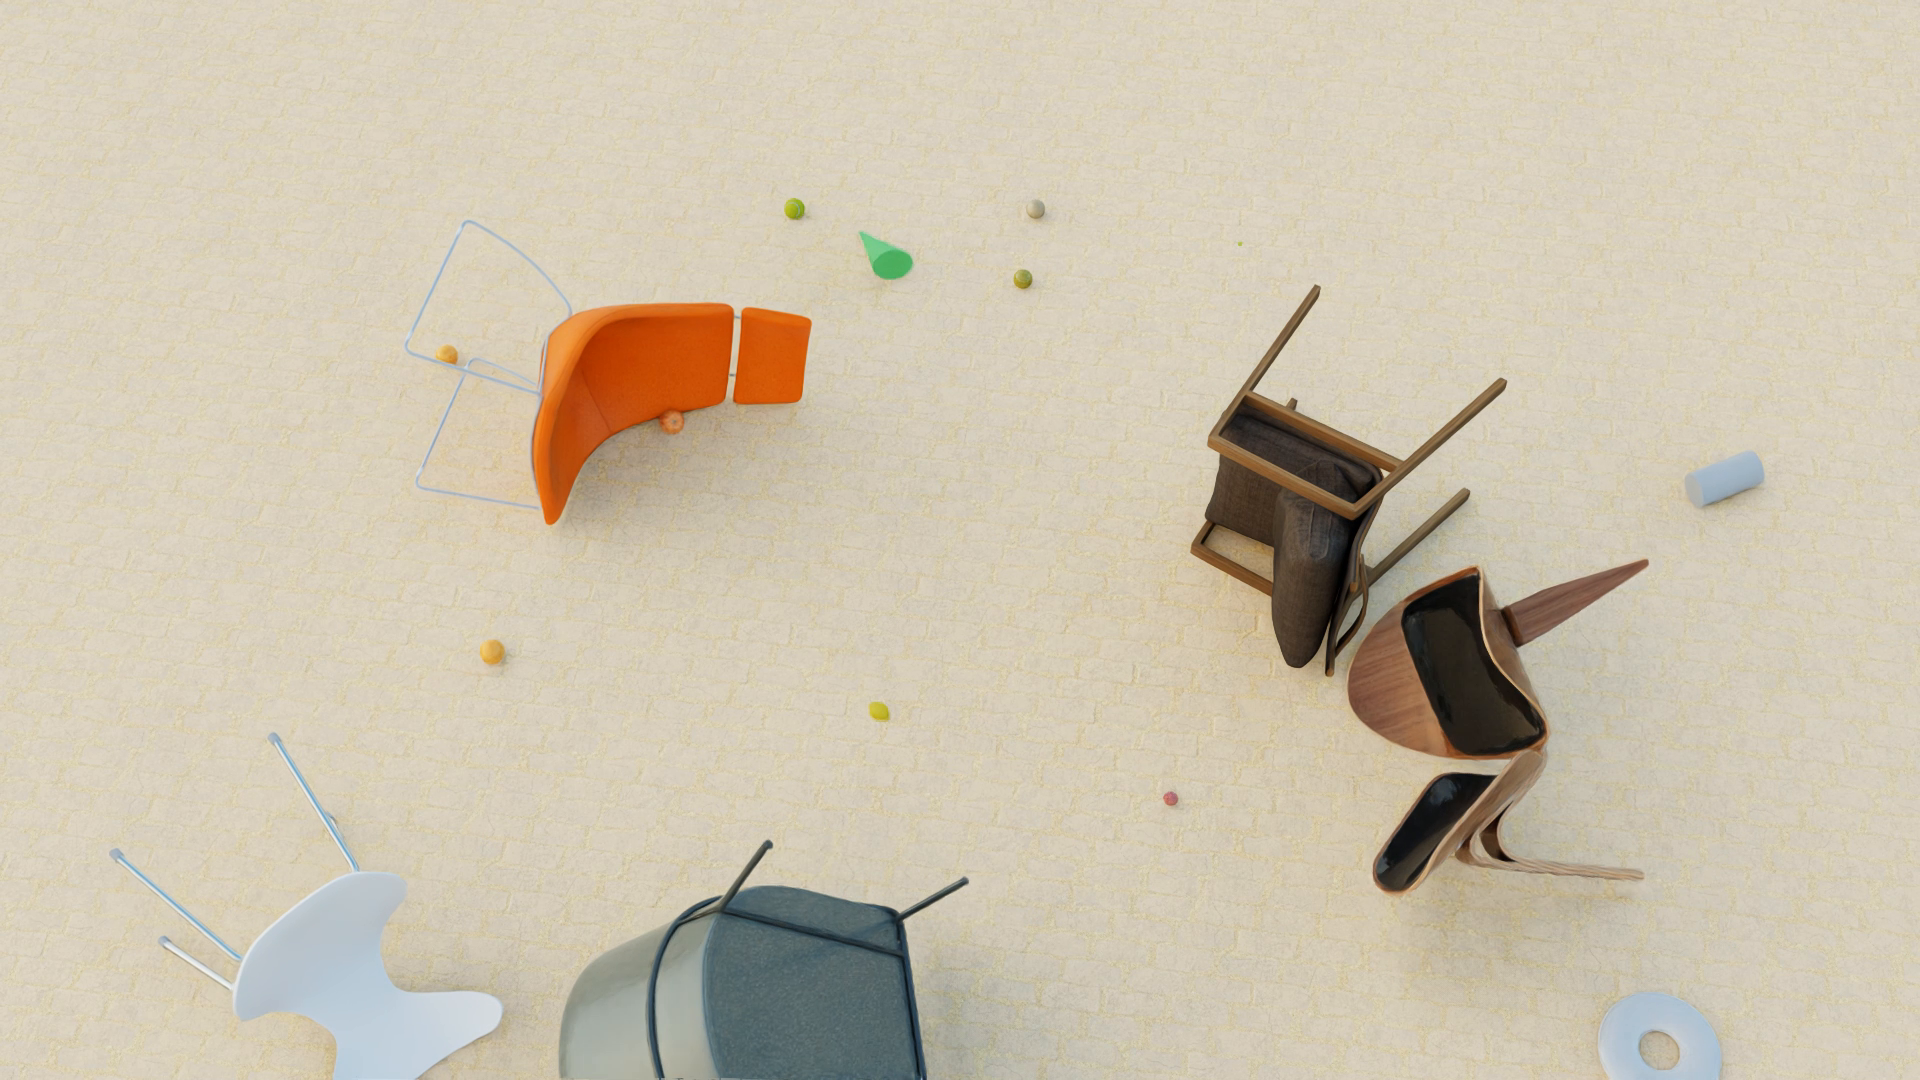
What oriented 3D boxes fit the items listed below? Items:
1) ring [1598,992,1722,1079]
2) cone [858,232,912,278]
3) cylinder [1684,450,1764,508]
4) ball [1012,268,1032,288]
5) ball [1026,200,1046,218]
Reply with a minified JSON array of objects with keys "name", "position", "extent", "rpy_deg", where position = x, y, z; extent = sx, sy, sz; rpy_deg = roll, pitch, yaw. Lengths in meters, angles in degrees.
[{"name":"ring","position":[1.802,1.315,5.665],"extent":[0.315,0.045,0.322],"rpy_deg":[23,59,14]},{"name":"cone","position":[-0.277,-0.955,7.180],"extent":[0.151,0.106,0.241],"rpy_deg":[-2,33,-35]},{"name":"cylinder","position":[2.309,-0.184,6.640],"extent":[0.219,0.085,0.109],"rpy_deg":[-20,97,-13]},{"name":"ball","position":[0.203,-0.843,7.101],"extent":[0.064,0.064,0.064],"rpy_deg":[0,56,0]},{"name":"ball","position":[0.250,-1.094,7.269],"extent":[0.064,0.064,0.064],"rpy_deg":[0,56,0]}]
